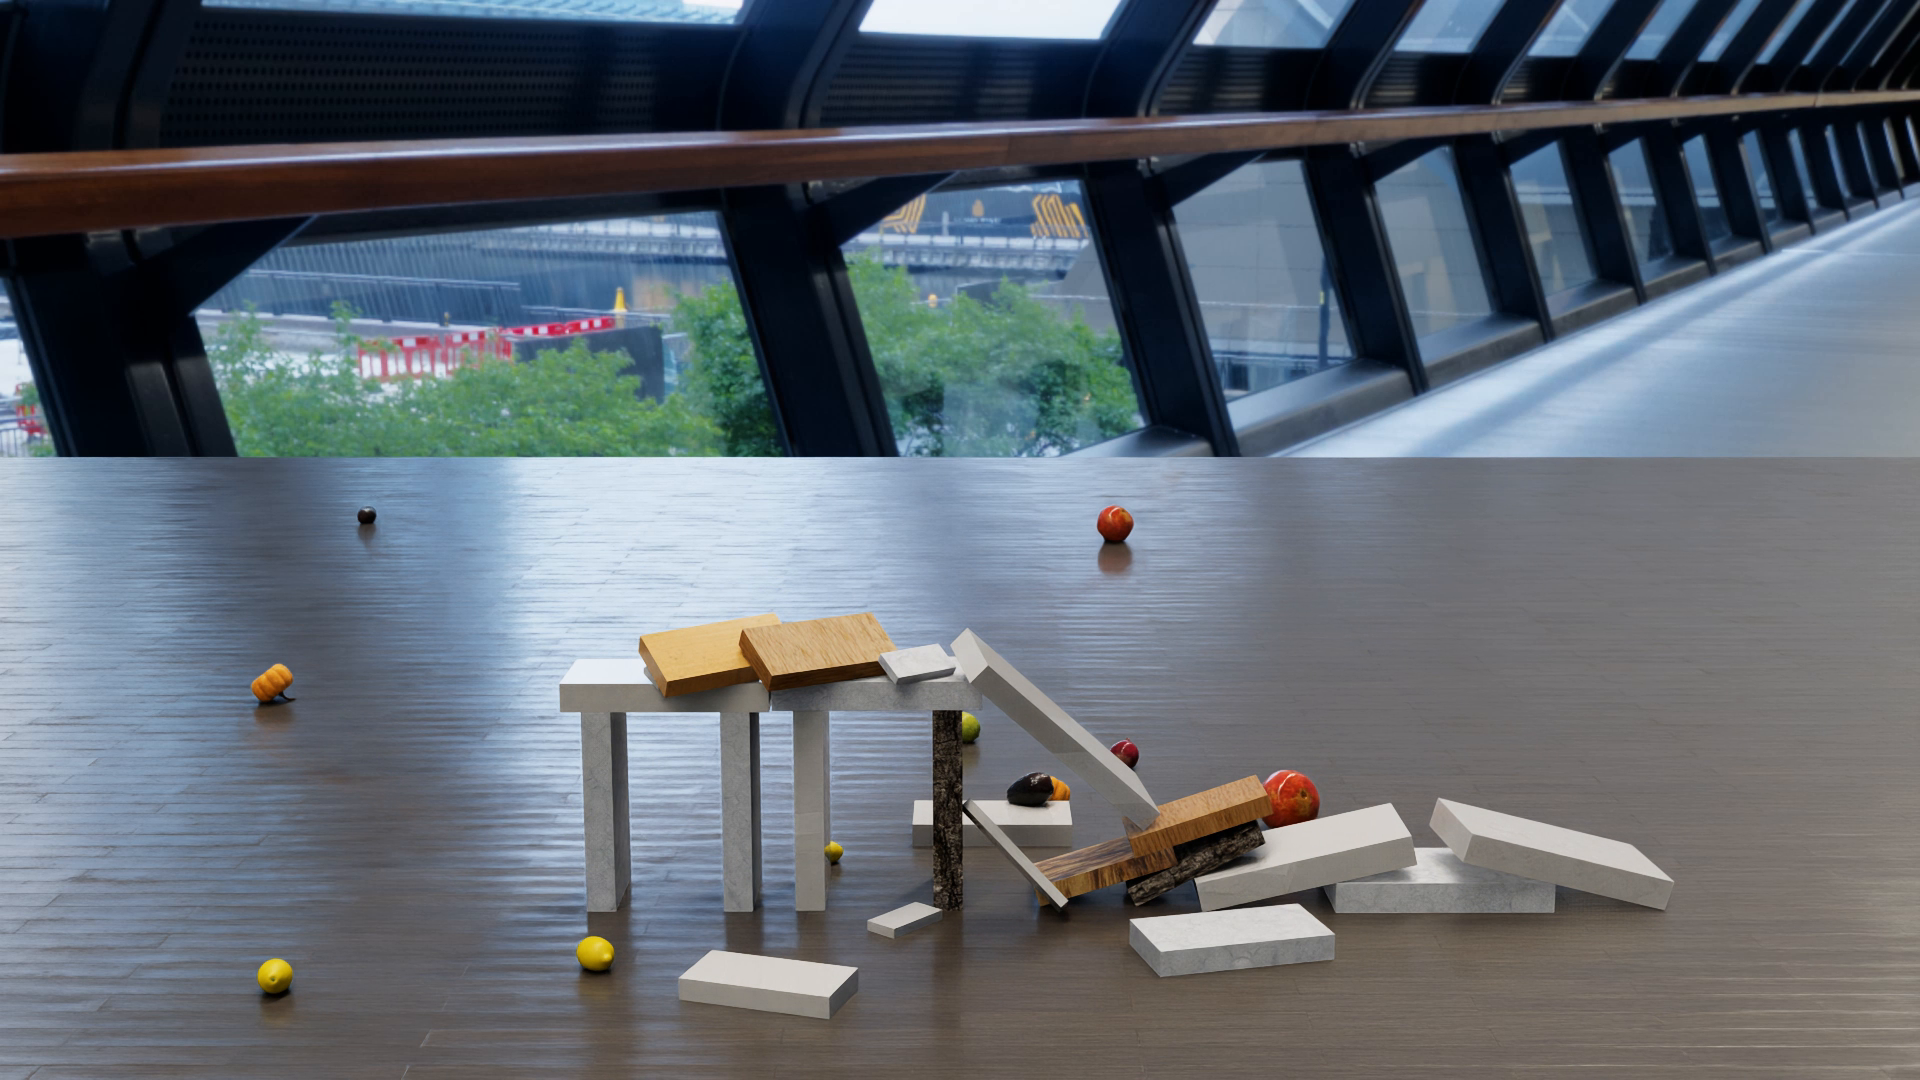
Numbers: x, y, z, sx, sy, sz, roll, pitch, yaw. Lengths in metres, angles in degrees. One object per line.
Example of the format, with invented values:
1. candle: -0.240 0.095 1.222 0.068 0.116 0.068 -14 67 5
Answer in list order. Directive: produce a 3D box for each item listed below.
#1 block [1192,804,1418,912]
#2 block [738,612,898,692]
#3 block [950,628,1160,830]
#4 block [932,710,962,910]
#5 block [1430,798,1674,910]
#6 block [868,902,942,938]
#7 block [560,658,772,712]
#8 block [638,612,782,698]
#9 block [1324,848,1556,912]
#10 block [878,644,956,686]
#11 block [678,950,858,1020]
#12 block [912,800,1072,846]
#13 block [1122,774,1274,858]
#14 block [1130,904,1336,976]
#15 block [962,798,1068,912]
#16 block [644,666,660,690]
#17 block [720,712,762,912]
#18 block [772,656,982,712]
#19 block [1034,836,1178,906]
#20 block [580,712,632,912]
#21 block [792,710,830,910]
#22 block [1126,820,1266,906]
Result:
1. block: 0.563 0.526 3.656 0.356 0.050 0.178 -13 10 3
2. block: -0.224 0.179 3.542 0.236 0.033 0.118 -6 40 -31
3. block: 0.156 0.308 3.570 0.420 0.040 0.142 42 8 -25
4. block: -0.020 0.424 3.641 0.048 0.338 0.169 0 11 0
5. block: 0.977 0.519 3.645 0.356 0.050 0.178 14 10 -9
6. block: -0.088 0.609 3.523 0.058 0.016 0.115 9 14 40
7. block: -0.474 0.238 3.603 0.335 0.047 0.167 0 11 0
8. block: -0.385 0.184 3.541 0.236 0.033 0.118 -9 40 -28
9. block: 0.789 0.566 3.663 0.356 0.050 0.178 0 11 0
10. block: -0.069 0.200 3.539 0.115 0.016 0.058 -8 45 -37
11. block: -0.281 0.653 3.237 0.236 0.033 0.118 3 11 18
12. block: 0.058 0.512 3.978 0.284 0.040 0.142 0 11 0
13. block: 0.391 0.456 3.637 0.237 0.034 0.118 -18 10 1
14. block: 0.420 0.618 3.407 0.283 0.040 0.142 -3 11 -14
15. block: 0.089 0.513 3.578 0.016 0.230 0.058 -42 -14 -13
16. block: -0.456 0.207 3.533 0.093 0.013 0.046 -21 46 -32
17. block: -0.361 0.426 3.638 0.047 0.335 0.167 0 11 0
18. block: -0.134 0.234 3.604 0.338 0.048 0.169 0 11 -1
19. block: 0.240 0.539 3.654 0.237 0.034 0.118 -18 10 4
20. block: -0.584 0.426 3.638 0.047 0.335 0.167 0 11 0
21. block: -0.244 0.424 3.641 0.048 0.338 0.169 0 11 0
22. block: 0.387 0.522 3.651 0.237 0.034 0.118 -27 9 5
